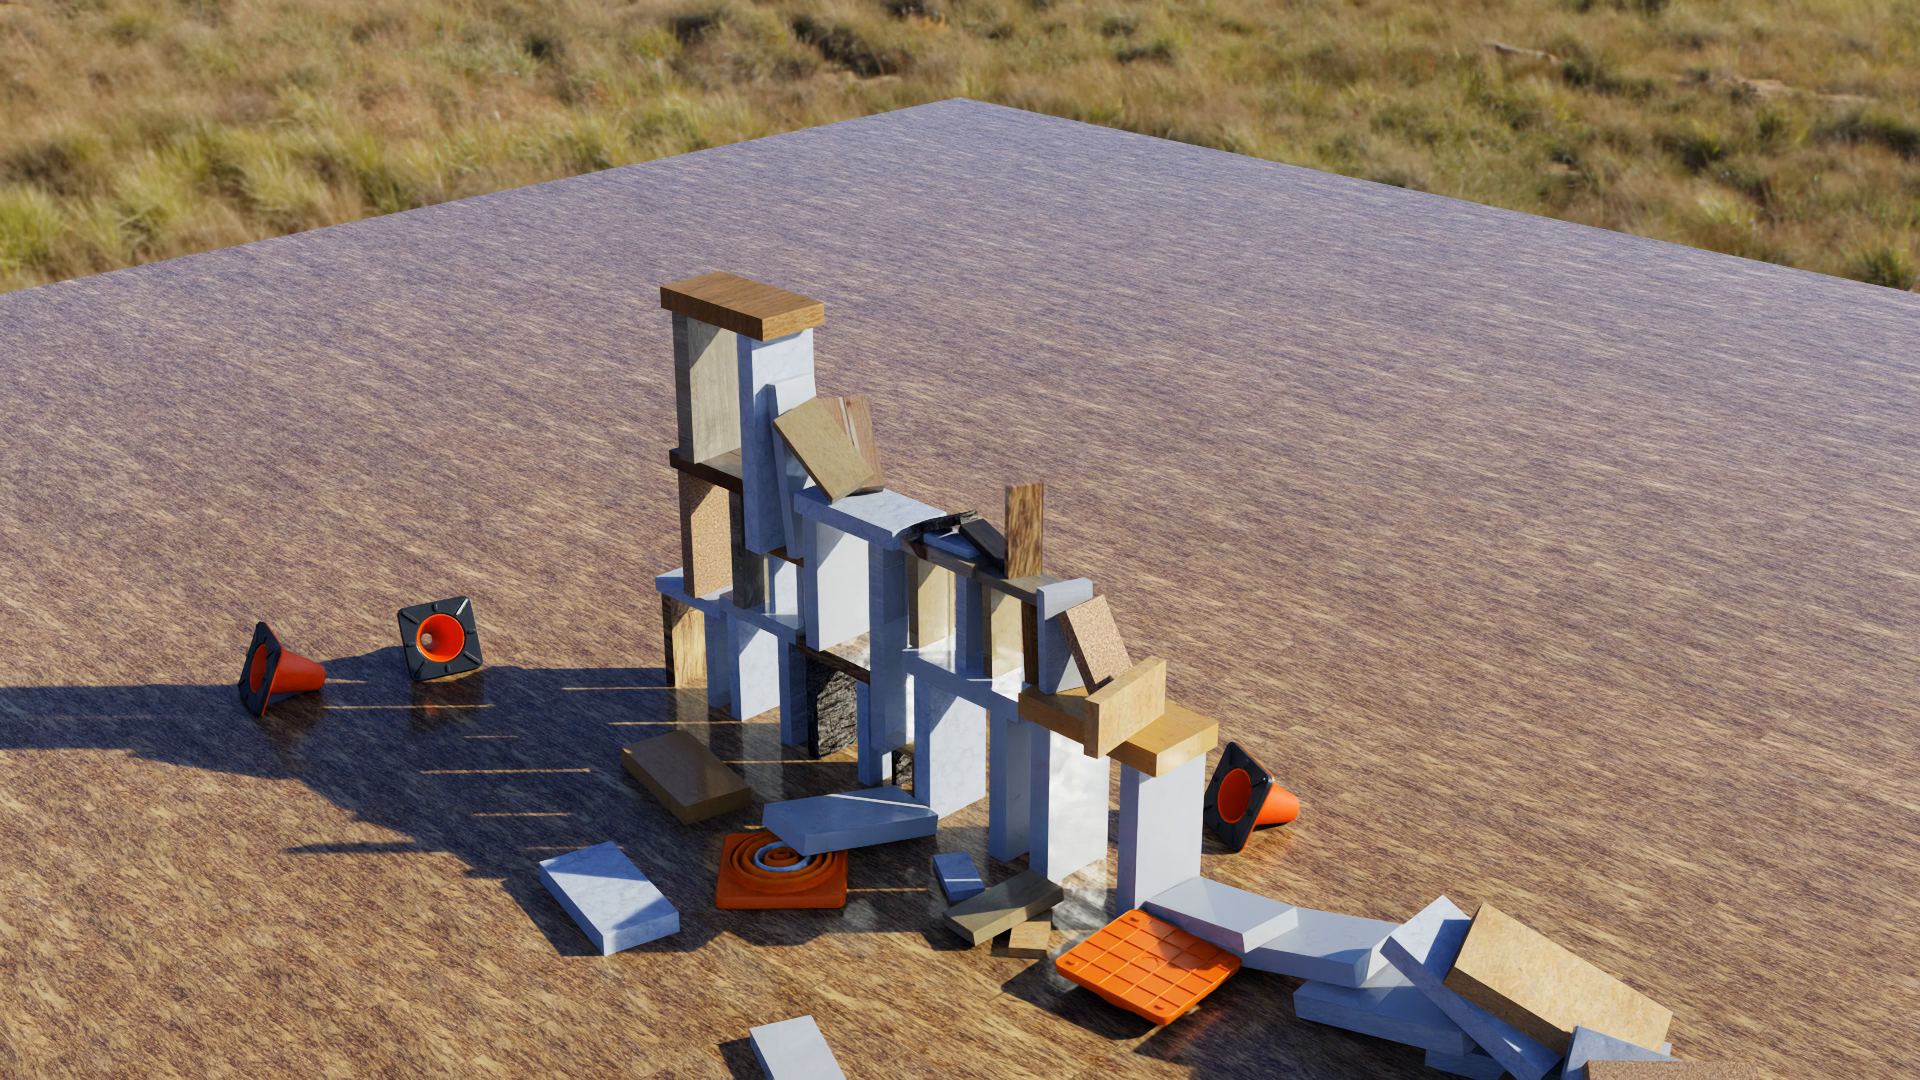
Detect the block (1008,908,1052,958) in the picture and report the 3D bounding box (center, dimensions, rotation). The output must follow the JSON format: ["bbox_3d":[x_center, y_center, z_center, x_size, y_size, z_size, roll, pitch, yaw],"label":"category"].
[{"bbox_3d":[0.130,0.720,4.039,0.069,0.020,0.138,3,23,6],"label":"block"}]

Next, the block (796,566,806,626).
[{"bbox_3d":[-0.310,0.107,4.604,0.019,0.135,0.067,21,31,41],"label":"block"}]

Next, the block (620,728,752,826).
[{"bbox_3d":[-0.570,0.488,4.557,0.150,0.043,0.301,-14,27,-30],"label":"block"}]

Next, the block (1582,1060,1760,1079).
[{"bbox_3d":[1.111,0.880,3.419,0.262,0.037,0.131,0,61,1],"label":"block"}]

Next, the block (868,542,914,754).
[{"bbox_3d":[-0.115,0.199,4.439,0.041,0.456,0.146,21,31,40],"label":"block"}]

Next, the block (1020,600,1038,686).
[{"bbox_3d":[0.154,0.182,4.130,0.082,0.164,0.023,-21,26,-41],"label":"block"}]

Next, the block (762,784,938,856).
[{"bbox_3d":[-0.215,0.550,4.332,0.316,0.043,0.150,-4,21,-38],"label":"block"}]

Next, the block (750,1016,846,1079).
[{"bbox_3d":[-0.237,0.905,3.588,0.109,0.031,0.385,-9,24,-19],"label":"block"}]

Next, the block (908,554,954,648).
[{"bbox_3d":[-0.056,0.106,4.332,0.099,0.197,0.028,-21,30,-41],"label":"block"}]

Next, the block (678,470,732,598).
[{"bbox_3d":[-0.547,-0.030,4.802,0.037,0.292,0.131,20,30,40],"label":"block"}]

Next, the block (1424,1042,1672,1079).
[{"bbox_3d":[0.982,0.859,3.673,0.367,0.049,0.175,11,25,24],"label":"block"}]

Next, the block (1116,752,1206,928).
[{"bbox_3d":[0.371,0.535,4.065,0.170,0.340,0.048,-18,29,-36],"label":"block"}]

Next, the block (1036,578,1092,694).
[{"bbox_3d":[0.196,0.178,4.084,0.102,0.203,0.029,-11,21,-25],"label":"block"}]

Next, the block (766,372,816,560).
[{"bbox_3d":[-0.328,-0.152,4.518,0.103,0.369,0.029,-21,22,-41],"label":"block"}]

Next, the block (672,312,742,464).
[{"bbox_3d":[-0.525,-0.340,4.649,0.046,0.326,0.163,19,29,37],"label":"block"}]

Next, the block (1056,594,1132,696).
[{"bbox_3d":[0.257,0.212,4.026,0.102,0.203,0.029,-21,-1,-40],"label":"block"}]

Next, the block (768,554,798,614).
[{"bbox_3d":[-0.373,0.082,4.663,0.019,0.135,0.067,21,31,41],"label":"block"}]

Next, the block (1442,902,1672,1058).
[{"bbox_3d":[0.980,0.752,3.605,0.349,0.049,0.175,30,40,11],"label":"block"}]

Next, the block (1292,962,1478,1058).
[{"bbox_3d":[0.752,0.788,3.753,0.325,0.046,0.162,5,24,42],"label":"block"}]

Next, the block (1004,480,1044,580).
[{"bbox_3d":[0.119,-0.019,4.098,0.069,0.183,0.020,-9,24,-20],"label":"block"}]

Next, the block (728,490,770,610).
[{"bbox_3d":[-0.425,0.005,4.683,0.037,0.262,0.131,21,31,41],"label":"block"}]

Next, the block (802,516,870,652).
[{"bbox_3d":[-0.253,0.070,4.534,0.041,0.292,0.146,21,31,41],"label":"block"}]

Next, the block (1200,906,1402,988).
[{"bbox_3d":[0.607,0.716,3.916,0.325,0.046,0.162,2,19,43],"label":"block"}]

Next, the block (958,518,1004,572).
[{"bbox_3d":[0.061,0.009,4.187,0.060,0.017,0.131,-16,46,-38],"label":"block"}]

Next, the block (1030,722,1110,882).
[{"bbox_3d":[0.210,0.476,4.204,0.170,0.340,0.048,-21,31,-40],"label":"block"}]

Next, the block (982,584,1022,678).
[{"bbox_3d":[0.081,0.163,4.206,0.023,0.191,0.082,19,30,41],"label":"block"}]

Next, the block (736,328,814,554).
[{"bbox_3d":[-0.374,-0.215,4.539,0.046,0.471,0.163,21,31,41],"label":"block"}]

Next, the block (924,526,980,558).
[{"bbox_3d":[-0.006,0.004,4.228,0.120,0.017,0.060,20,30,39],"label":"block"}]

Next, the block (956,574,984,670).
[{"bbox_3d":[0.037,0.143,4.246,0.099,0.197,0.028,-21,31,-40],"label":"block"}]

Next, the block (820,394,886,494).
[{"bbox_3d":[-0.224,-0.192,4.464,0.104,0.029,0.207,-6,67,-15],"label":"block"}]

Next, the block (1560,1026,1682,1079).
[{"bbox_3d":[1.066,0.858,3.475,0.219,0.109,0.031,18,-17,7],"label":"block"}]
